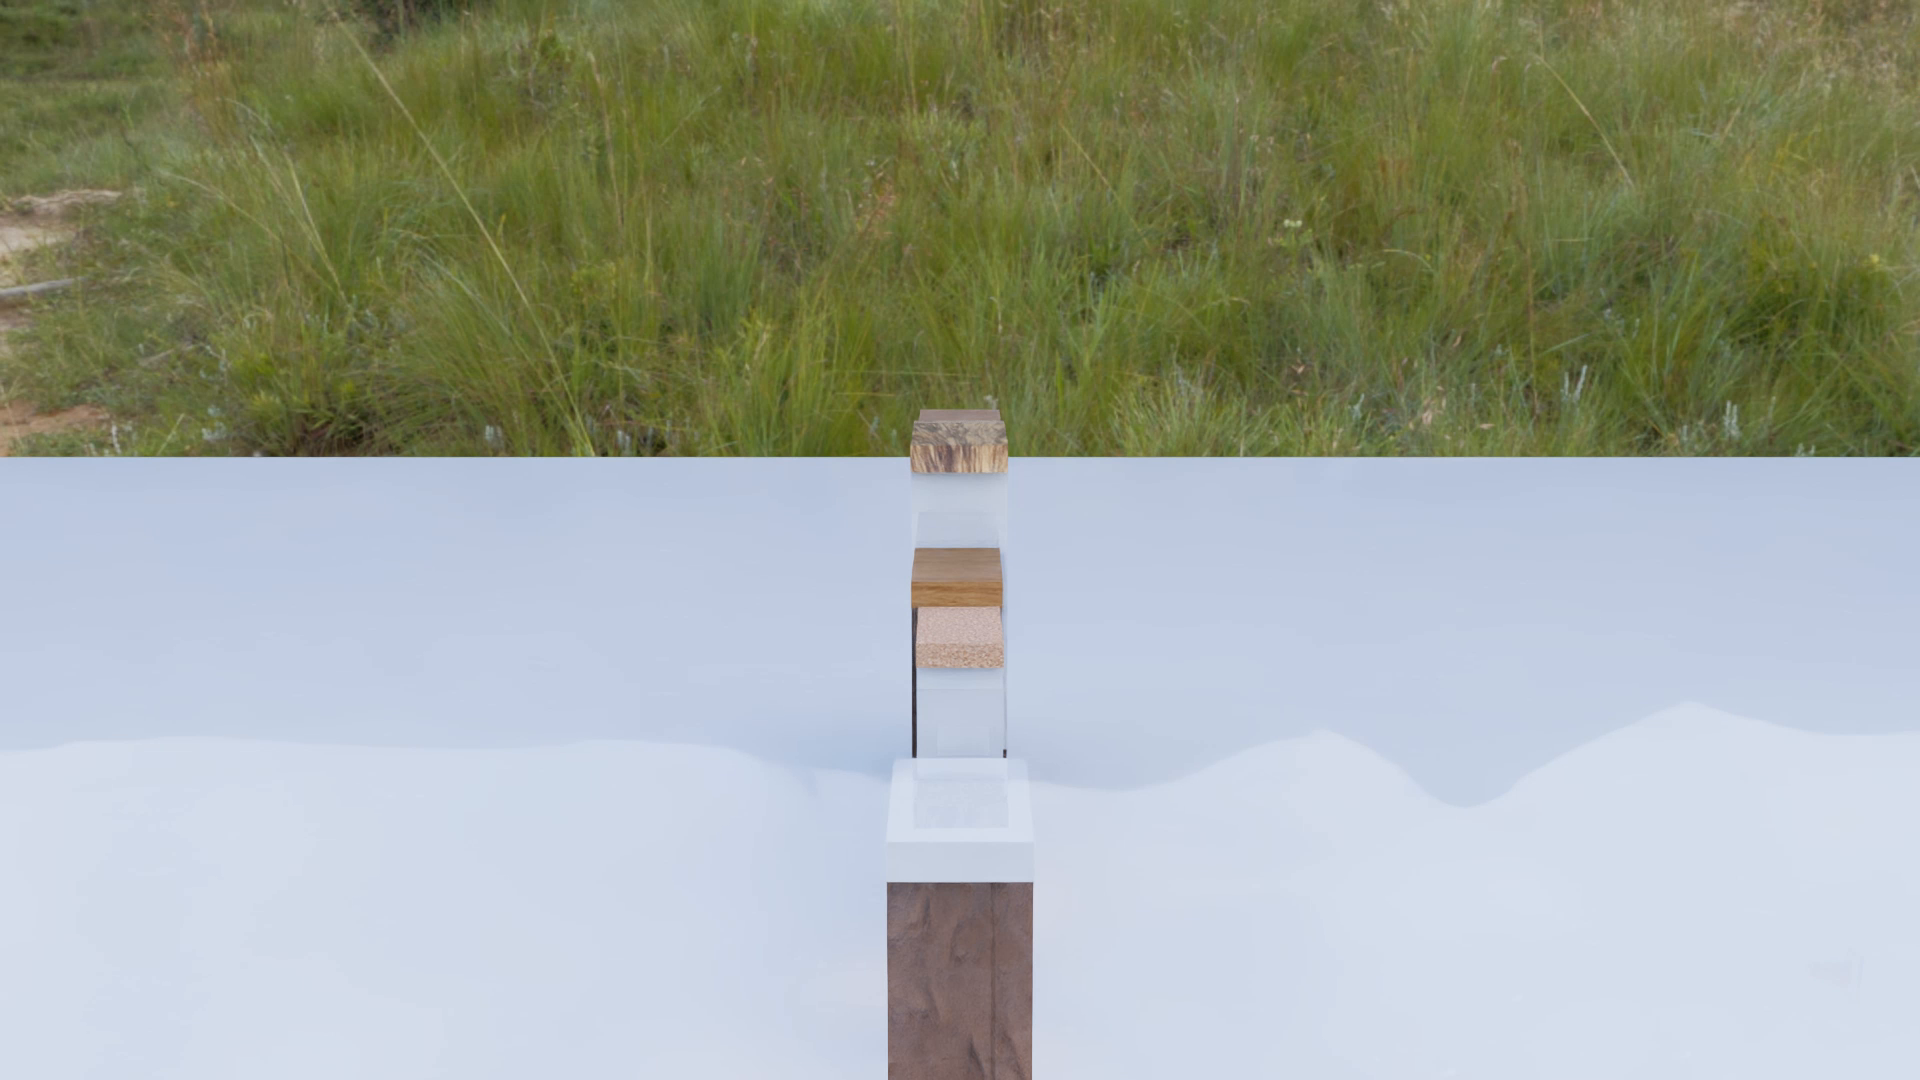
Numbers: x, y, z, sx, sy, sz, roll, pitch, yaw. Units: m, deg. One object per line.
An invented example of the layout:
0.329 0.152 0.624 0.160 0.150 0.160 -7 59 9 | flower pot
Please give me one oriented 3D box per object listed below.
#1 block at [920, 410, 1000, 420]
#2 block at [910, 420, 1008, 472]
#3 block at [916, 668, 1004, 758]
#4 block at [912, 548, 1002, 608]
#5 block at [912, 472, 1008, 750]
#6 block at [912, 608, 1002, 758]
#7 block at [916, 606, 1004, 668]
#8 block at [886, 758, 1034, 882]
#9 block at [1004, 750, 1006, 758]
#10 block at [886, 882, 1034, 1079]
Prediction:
0.000 -0.204 4.116 0.153 0.043 0.306 0 11 0 | block
-0.001 -0.163 3.799 0.162 0.046 0.323 0 10 0 | block
0.000 0.349 3.220 0.125 0.353 0.035 0 11 0 | block
-0.005 0.059 3.527 0.141 0.040 0.283 0 11 0 | block
-0.001 0.116 3.741 0.162 0.483 0.046 0 11 0 | block
-0.005 0.235 3.464 0.141 0.283 0.040 0 11 0 | block
-0.001 0.143 3.266 0.125 0.035 0.250 0 10 0 | block
0.000 0.355 2.827 0.180 0.051 0.359 0 11 0 | block
0.003 0.364 3.994 0.162 0.325 0.046 0 11 0 | block
0.000 0.579 2.746 0.180 0.359 0.051 0 11 0 | block
